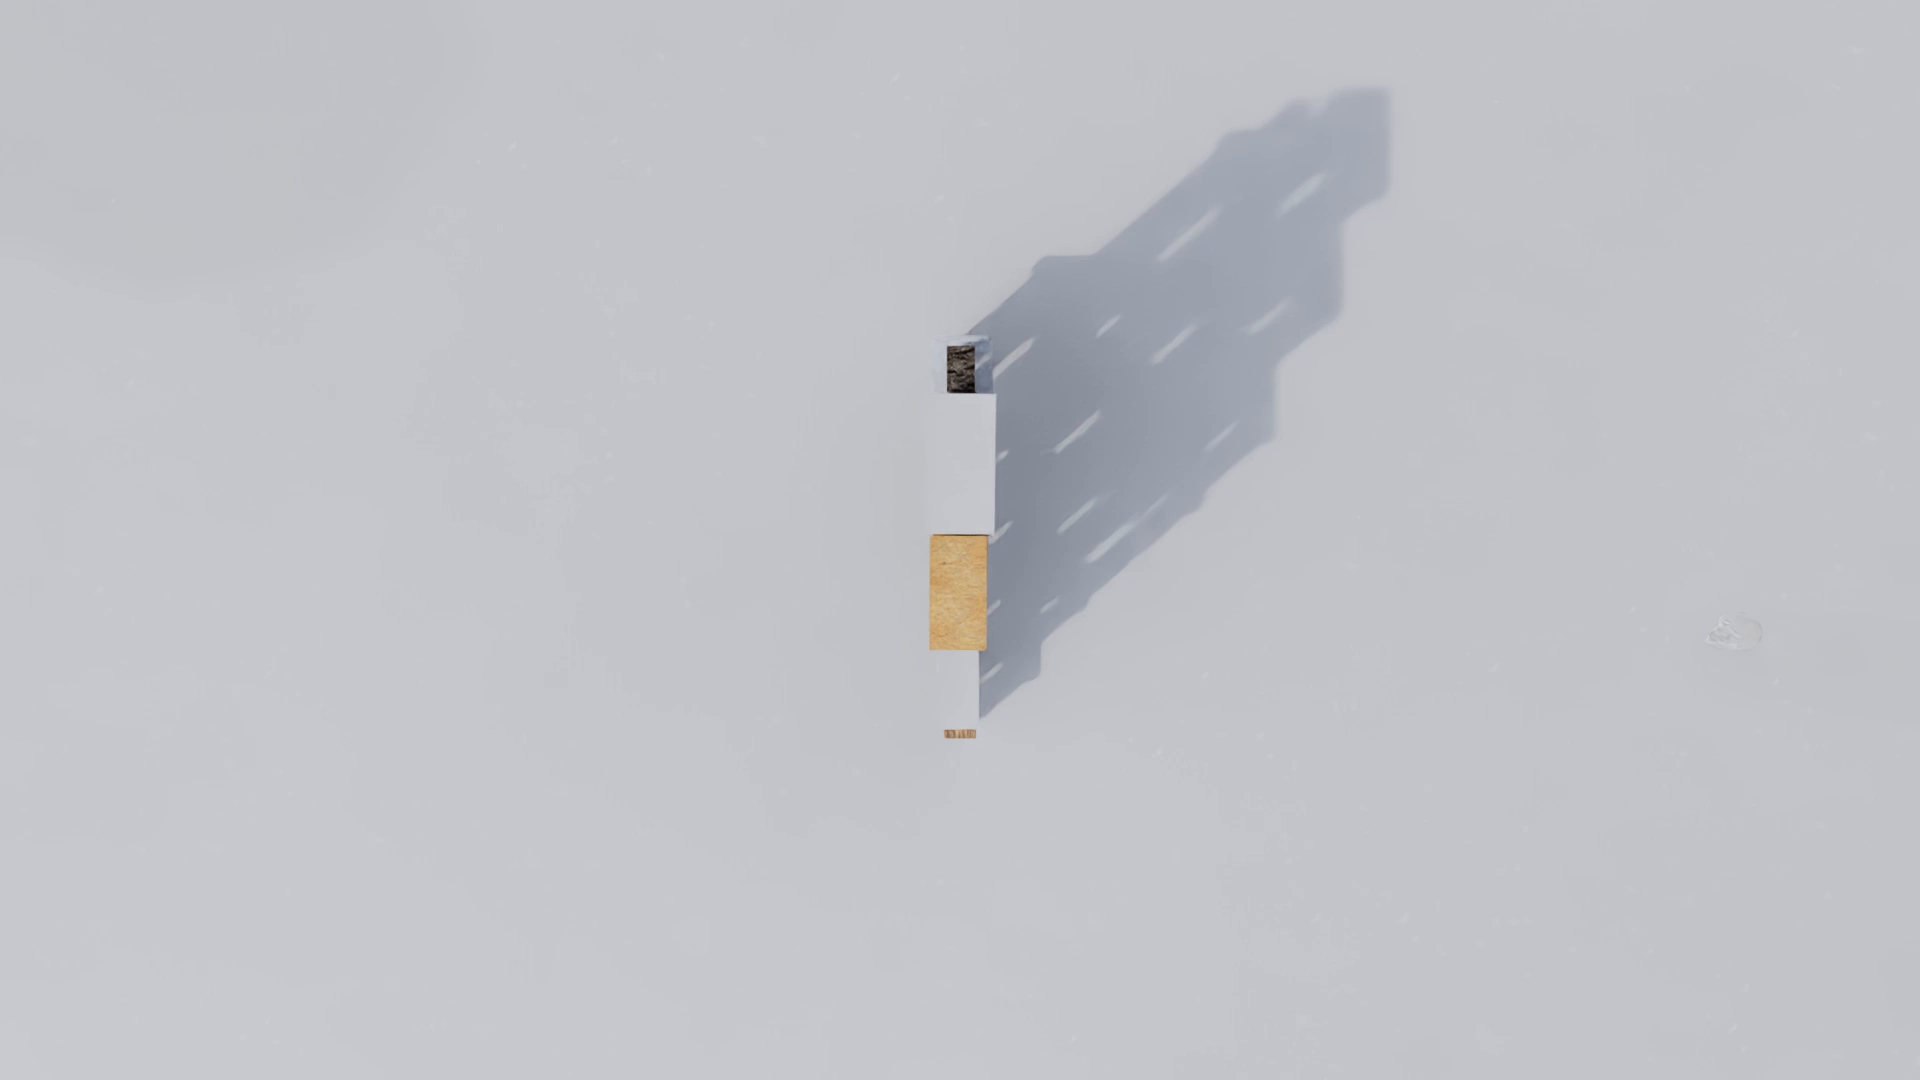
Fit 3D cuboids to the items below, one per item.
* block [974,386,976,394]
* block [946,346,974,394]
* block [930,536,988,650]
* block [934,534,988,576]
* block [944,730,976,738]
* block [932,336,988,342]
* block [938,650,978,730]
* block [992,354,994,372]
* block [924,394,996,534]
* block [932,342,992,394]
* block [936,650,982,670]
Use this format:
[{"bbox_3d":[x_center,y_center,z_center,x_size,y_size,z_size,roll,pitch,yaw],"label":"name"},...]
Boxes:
[{"bbox_3d":[0.006,-0.390,4.386,0.072,0.144,0.020,0,89,0],"label":"block"},{"bbox_3d":[0.002,-0.434,4.304,0.072,0.020,0.144,-1,90,0],"label":"block"},{"bbox_3d":[-0.005,0.136,4.234,0.146,0.041,0.292,0,90,0],"label":"block"},{"bbox_3d":[0.002,-0.050,4.568,0.151,0.043,0.302,0,90,0],"label":"block"},{"bbox_3d":[0.000,0.531,5.279,0.103,0.029,0.206,0,90,0],"label":"block"},{"bbox_3d":[0.002,-0.460,5.129,0.173,0.049,0.346,0,90,0],"label":"block"},{"bbox_3d":[-0.005,0.398,4.448,0.111,0.031,0.221,0,90,0],"label":"block"},{"bbox_3d":[0.007,-0.487,4.722,0.166,0.434,0.047,0,91,0],"label":"block"},{"bbox_3d":[0.000,-0.188,4.088,0.173,0.049,0.346,1,90,0],"label":"block"},{"bbox_3d":[0.006,-0.371,4.482,0.166,0.047,0.331,0,90,0],"label":"block"},{"bbox_3d":[-0.005,0.254,4.926,0.135,0.038,0.269,0,90,0],"label":"block"}]
